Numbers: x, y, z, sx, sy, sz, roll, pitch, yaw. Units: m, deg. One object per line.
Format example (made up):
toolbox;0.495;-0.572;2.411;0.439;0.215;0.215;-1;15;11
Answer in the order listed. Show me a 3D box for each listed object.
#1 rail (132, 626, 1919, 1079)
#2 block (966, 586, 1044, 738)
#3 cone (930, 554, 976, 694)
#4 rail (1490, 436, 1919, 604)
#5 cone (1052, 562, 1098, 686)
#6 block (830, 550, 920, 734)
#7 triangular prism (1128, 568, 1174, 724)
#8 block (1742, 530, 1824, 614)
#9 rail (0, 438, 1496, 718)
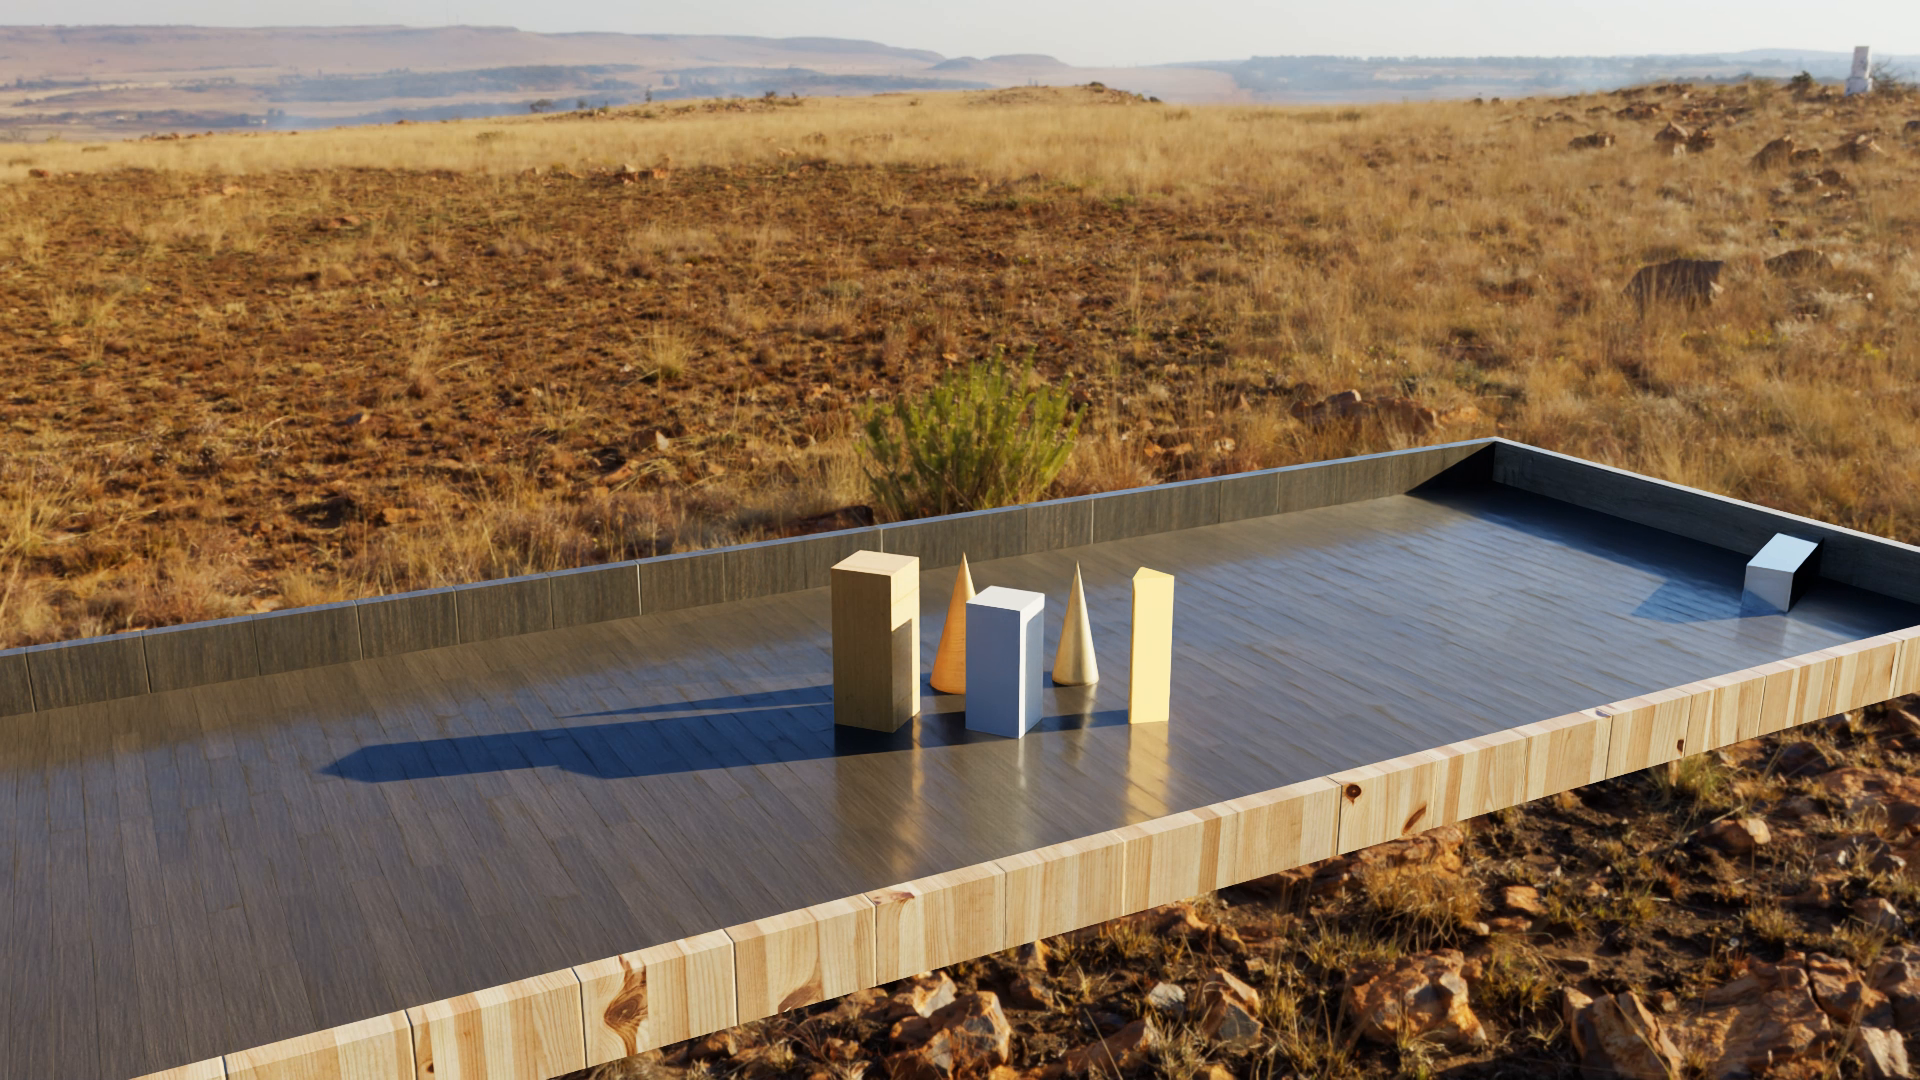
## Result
rail;-2.336;1.006;1.665;12.000;0.150;0.050;-9;18;-27
block;0.104;0.283;3.841;0.137;0.311;0.137;8;18;25
cone;0.010;0.192;4.097;0.172;0.341;0.172;0;16;0
rail;2.466;-0.048;5.253;0.050;0.150;2.100;-9;18;-27
cone;0.291;0.199;4.129;0.120;0.310;0.120;0;16;0
block;-0.196;0.236;3.871;0.152;0.384;0.152;7;18;22
triangular prism;0.436;0.246;3.885;0.098;0.356;0.085;-4;17;-12
block;2.416;0.089;4.836;0.122;0.122;0.445;12;20;35
rail;-3.305;0.497;3.399;12.000;0.150;0.050;-9;18;-27
